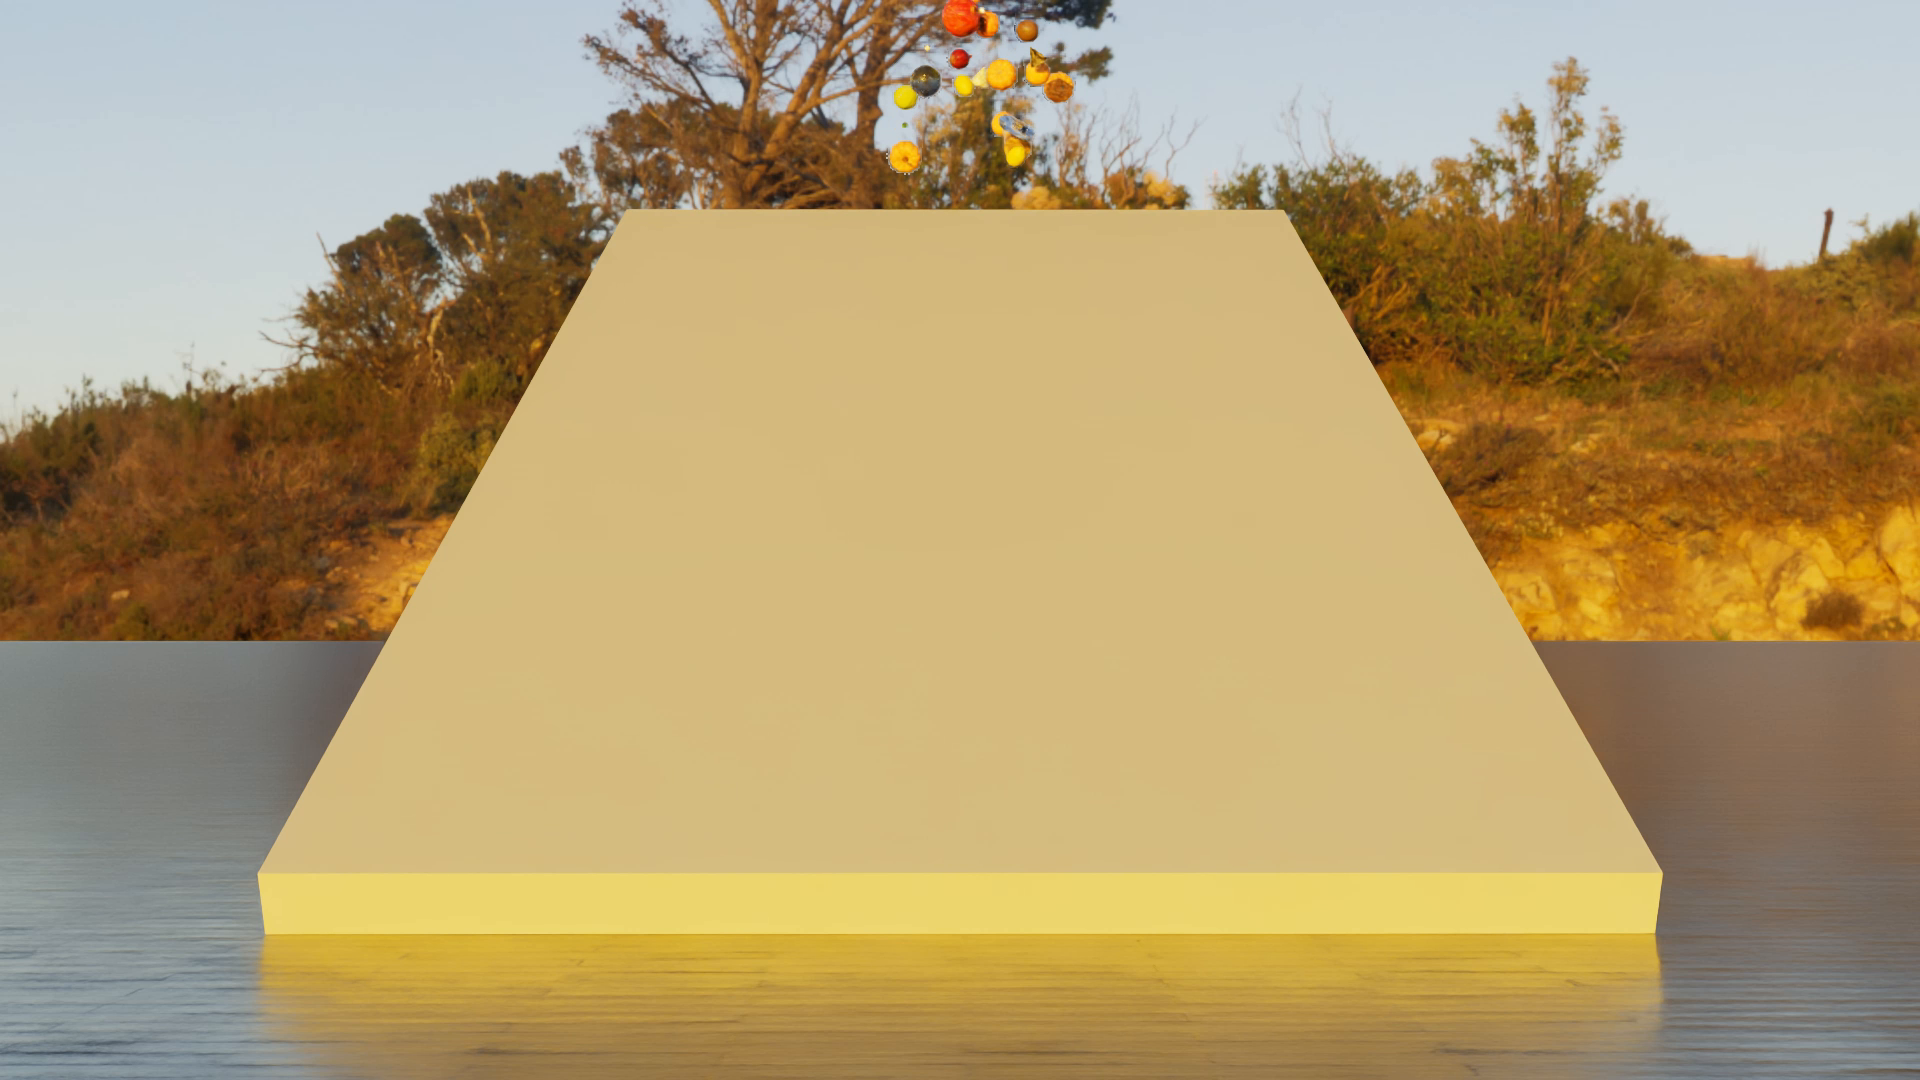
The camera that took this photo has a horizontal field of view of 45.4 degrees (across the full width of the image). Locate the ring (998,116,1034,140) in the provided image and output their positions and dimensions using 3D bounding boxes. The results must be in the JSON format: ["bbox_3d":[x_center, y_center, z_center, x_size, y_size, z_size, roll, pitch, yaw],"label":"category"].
[{"bbox_3d":[0.162,-1.187,6.596,0.113,0.038,0.113,27,16,-8],"label":"ring"}]

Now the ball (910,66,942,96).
[{"bbox_3d":[-0.099,-1.329,6.637,0.090,0.090,0.090,0,-2,0],"label":"ball"}]

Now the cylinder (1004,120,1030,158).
[{"bbox_3d":[0.167,-1.181,6.754,0.079,0.079,0.079,-1,-38,-1],"label":"cylinder"}]

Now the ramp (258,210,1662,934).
[{"bbox_3d":[-0.006,-0.219,5.139,2.000,0.100,4.000,0,22,0],"label":"ramp"}]

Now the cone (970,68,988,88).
[{"bbox_3d":[0.067,-1.401,6.903,0.057,0.057,0.057,13,27,-7],"label":"cone"}]

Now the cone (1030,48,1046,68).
[{"bbox_3d":[0.213,-1.384,6.536,0.053,0.053,0.053,-28,22,13],"label":"cone"}]

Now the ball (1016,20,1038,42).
[{"bbox_3d":[0.196,-1.472,6.623,0.064,0.064,0.064,0,-2,0],"label":"ball"}]
